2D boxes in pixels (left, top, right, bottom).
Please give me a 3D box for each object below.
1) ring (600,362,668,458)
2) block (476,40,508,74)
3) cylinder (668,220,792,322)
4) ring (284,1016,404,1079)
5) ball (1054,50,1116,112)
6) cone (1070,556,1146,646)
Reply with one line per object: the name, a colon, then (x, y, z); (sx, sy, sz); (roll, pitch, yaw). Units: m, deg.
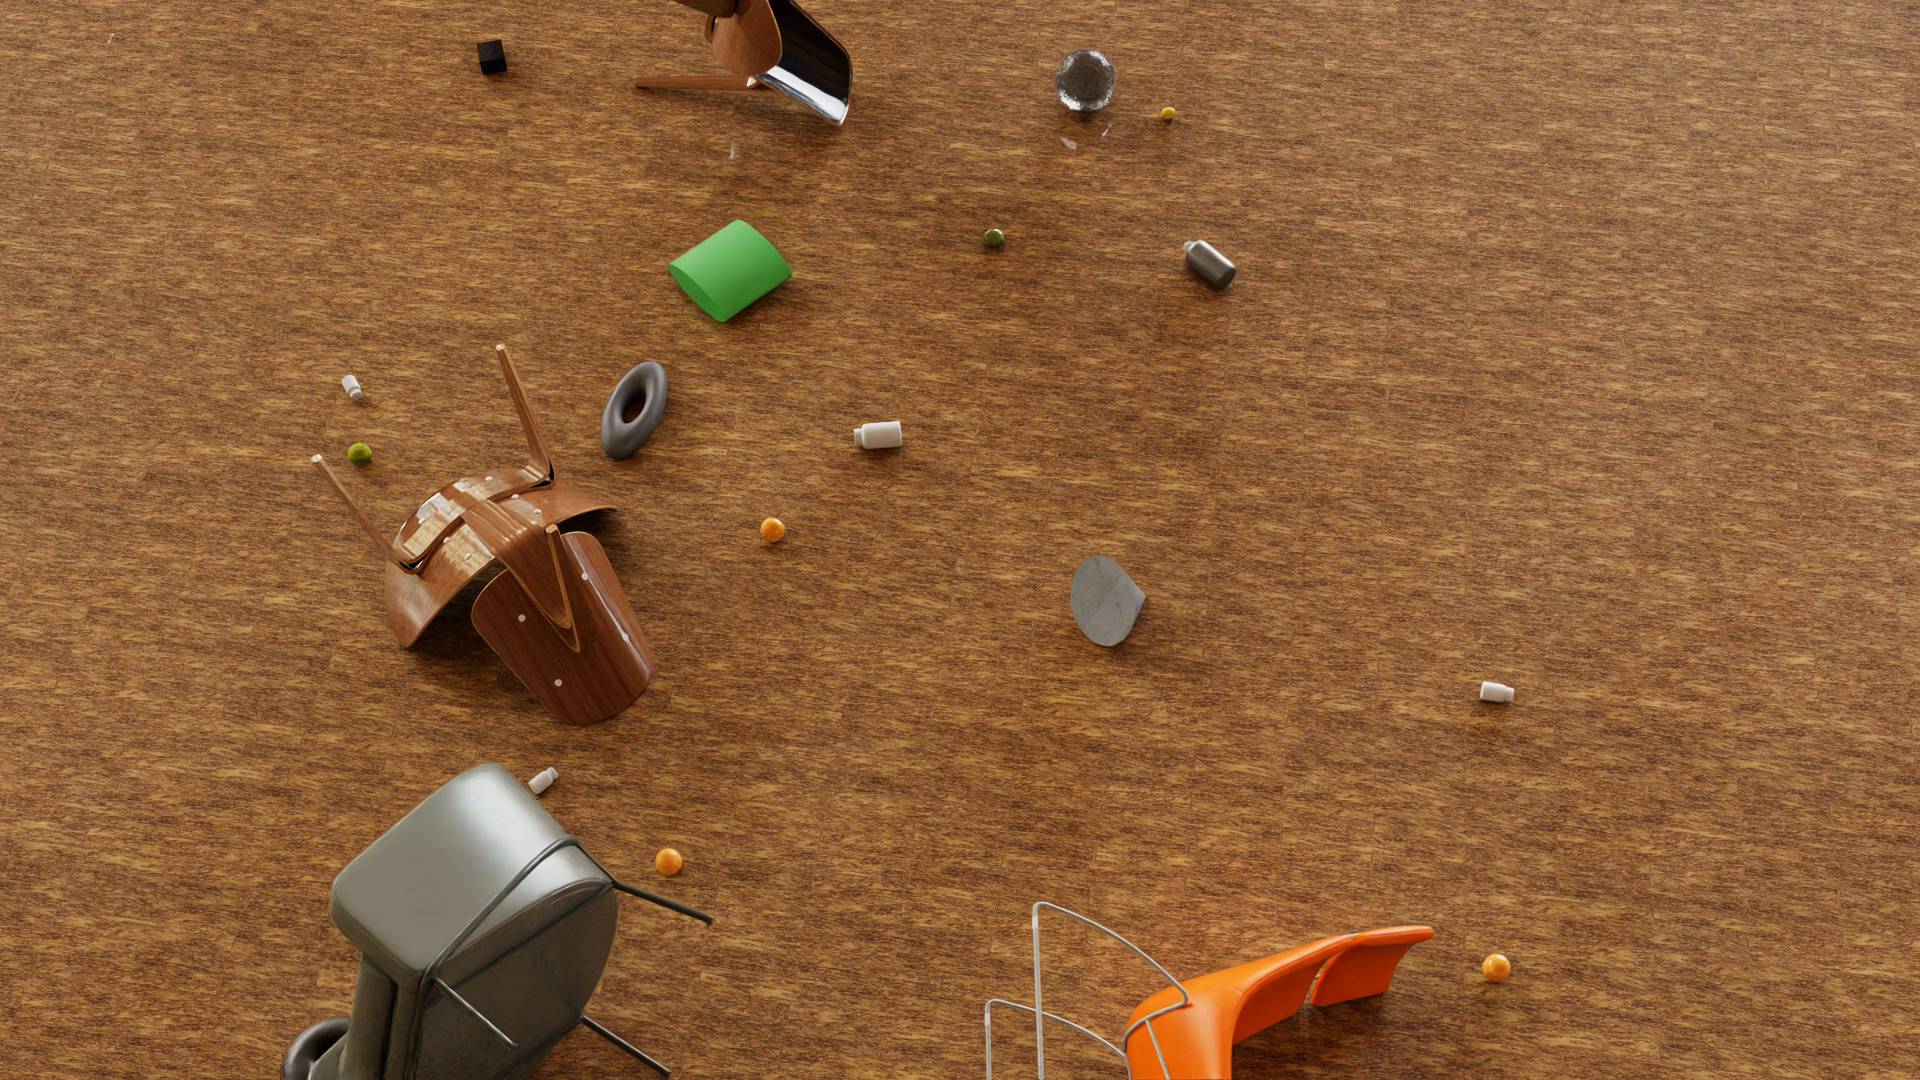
ring: (-1.006, -0.403, 6.793); (0.171, 0.087, 0.374); (14, 58, 8)
block: (-1.632, -1.683, 7.667); (0.087, 0.061, 0.094); (-12, 57, -8)
cylinder: (-0.740, -0.869, 7.087); (0.281, 0.115, 0.285); (-37, 68, -22)
ring: (-1.572, 1.337, 5.607); (0.306, 0.091, 0.268); (2, 46, 4)
ball: (0.427, -1.566, 7.499); (0.209, 0.209, 0.209); (0, 56, 0)
cone: (0.479, 0.171, 6.397); (0.188, 0.246, 0.266); (-4, 57, -44)
